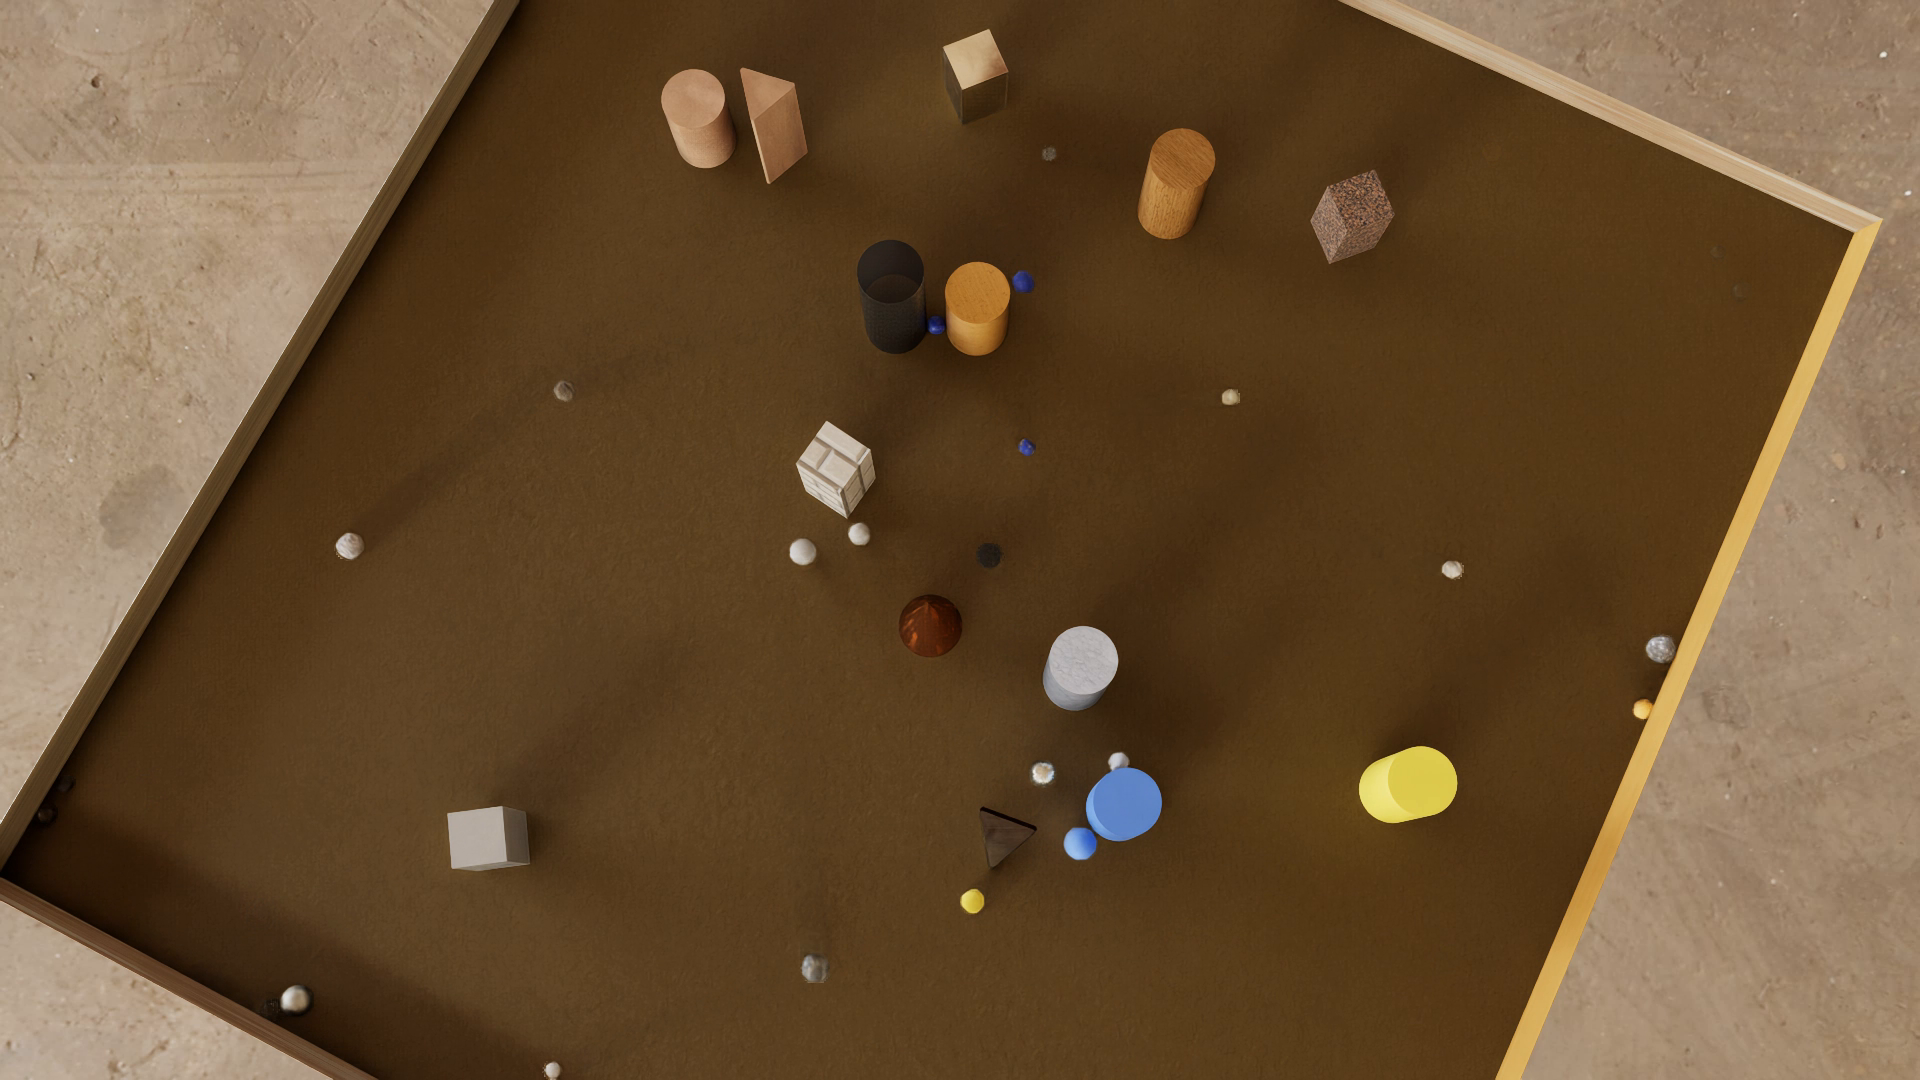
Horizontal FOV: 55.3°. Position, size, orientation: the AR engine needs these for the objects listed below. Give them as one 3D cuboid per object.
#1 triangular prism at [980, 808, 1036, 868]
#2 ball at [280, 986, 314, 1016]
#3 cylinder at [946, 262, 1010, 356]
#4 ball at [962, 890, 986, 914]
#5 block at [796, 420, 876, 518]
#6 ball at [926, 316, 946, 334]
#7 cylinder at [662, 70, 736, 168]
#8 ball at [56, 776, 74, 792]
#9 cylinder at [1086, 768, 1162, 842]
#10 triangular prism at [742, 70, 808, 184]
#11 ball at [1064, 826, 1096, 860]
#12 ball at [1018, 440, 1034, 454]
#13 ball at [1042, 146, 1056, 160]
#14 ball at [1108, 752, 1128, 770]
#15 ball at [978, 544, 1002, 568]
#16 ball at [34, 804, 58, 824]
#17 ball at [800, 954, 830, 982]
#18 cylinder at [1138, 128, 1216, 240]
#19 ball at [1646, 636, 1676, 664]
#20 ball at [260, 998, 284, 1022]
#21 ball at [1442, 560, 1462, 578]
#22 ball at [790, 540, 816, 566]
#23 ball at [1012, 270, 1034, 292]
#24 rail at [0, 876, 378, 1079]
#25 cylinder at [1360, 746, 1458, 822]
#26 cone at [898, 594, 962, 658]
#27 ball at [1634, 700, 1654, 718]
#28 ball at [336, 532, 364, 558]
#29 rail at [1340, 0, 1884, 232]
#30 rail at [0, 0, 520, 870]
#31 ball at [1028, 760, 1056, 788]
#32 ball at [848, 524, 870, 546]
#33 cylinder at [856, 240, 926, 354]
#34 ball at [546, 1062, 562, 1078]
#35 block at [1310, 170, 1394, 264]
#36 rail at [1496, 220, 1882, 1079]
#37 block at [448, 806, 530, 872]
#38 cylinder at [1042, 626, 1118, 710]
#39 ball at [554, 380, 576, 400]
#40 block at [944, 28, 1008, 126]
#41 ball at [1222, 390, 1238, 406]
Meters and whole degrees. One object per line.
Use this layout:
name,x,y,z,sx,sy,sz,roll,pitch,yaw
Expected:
triangular prism,0.106,0.837,5.291,0.168,0.298,0.145,-39,81,-7
ball,-1.917,1.332,5.295,0.089,0.089,0.089,0,78,0
cylinder,0.052,-0.703,5.601,0.193,0.316,0.193,0,78,0
ball,0.039,1.057,5.363,0.068,0.068,0.068,0,78,0
block,-0.367,-0.206,5.480,0.155,0.351,0.155,34,80,7
ball,-0.074,-0.672,5.725,0.060,0.060,0.060,0,78,0
cylinder,-0.814,-1.315,5.734,0.193,0.303,0.193,0,78,0
ball,-2.657,0.726,5.442,0.048,0.048,0.048,0,78,0
cylinder,0.471,0.768,5.302,0.193,0.305,0.193,0,78,0
triangular prism,-0.598,-1.293,5.641,0.168,0.476,0.145,-42,81,-8
ball,0.353,0.890,5.383,0.097,0.097,0.097,0,78,0
ball,0.204,-0.288,5.652,0.047,0.047,0.047,0,78,0
ball,0.286,-1.233,5.850,0.044,0.044,0.044,0,78,0
ball,0.472,0.661,5.449,0.061,0.061,0.061,0,78,0
ball,0.090,0.050,5.569,0.072,0.072,0.072,0,78,0
ball,-2.703,0.812,5.418,0.060,0.060,0.060,0,78,0
ball,-0.421,1.241,5.318,0.081,0.081,0.081,0,78,0
cylinder,0.661,-1.090,5.636,0.193,0.403,0.193,0,78,0
ball,2.107,0.329,5.506,0.084,0.084,0.084,0,78,0
ball,-1.989,1.361,5.300,0.068,0.068,0.068,0,78,0
ball,1.495,0.089,5.570,0.056,0.056,0.056,0,78,0
ball,-0.477,0.038,5.568,0.079,0.079,0.079,0,78,0
ball,0.198,-0.812,5.750,0.067,0.067,0.067,0,78,0
rail,-0.969,1.904,5.157,4.228,0.126,0.045,26,80,5
cylinder,1.286,0.708,5.279,0.193,0.373,0.193,0,78,0
cone,-0.090,0.219,5.361,0.193,0.412,0.193,0,78,0
ball,2.045,0.506,5.482,0.058,0.058,0.058,0,78,0
ball,-1.854,0.018,5.573,0.079,0.079,0.079,0,78,0
rail,0.969,-1.891,5.942,4.228,0.126,0.045,26,80,5
rail,-1.870,-0.909,5.739,0.045,0.126,4.379,26,80,5
ball,0.244,0.693,5.431,0.082,0.082,0.082,0,78,0
ball,-0.305,-0.016,5.586,0.067,0.067,0.067,0,78,0
cylinder,-0.201,-0.726,5.521,0.193,0.481,0.193,0,78,0
ball,-1.171,1.527,5.277,0.046,0.046,0.046,0,78,0
block,1.213,-0.999,5.680,0.155,0.281,0.155,-20,79,-4
rail,1.870,0.922,5.361,0.045,0.126,4.379,26,80,5
block,-1.358,0.864,5.292,0.155,0.285,0.155,-7,78,-2
cylinder,0.346,0.378,5.329,0.193,0.409,0.193,0,78,0
ball,-1.224,-0.464,5.680,0.063,0.063,0.063,0,78,0
block,0.049,-1.458,5.786,0.155,0.260,0.155,-22,79,-5
ball,0.835,-0.442,5.682,0.050,0.050,0.050,0,78,0
